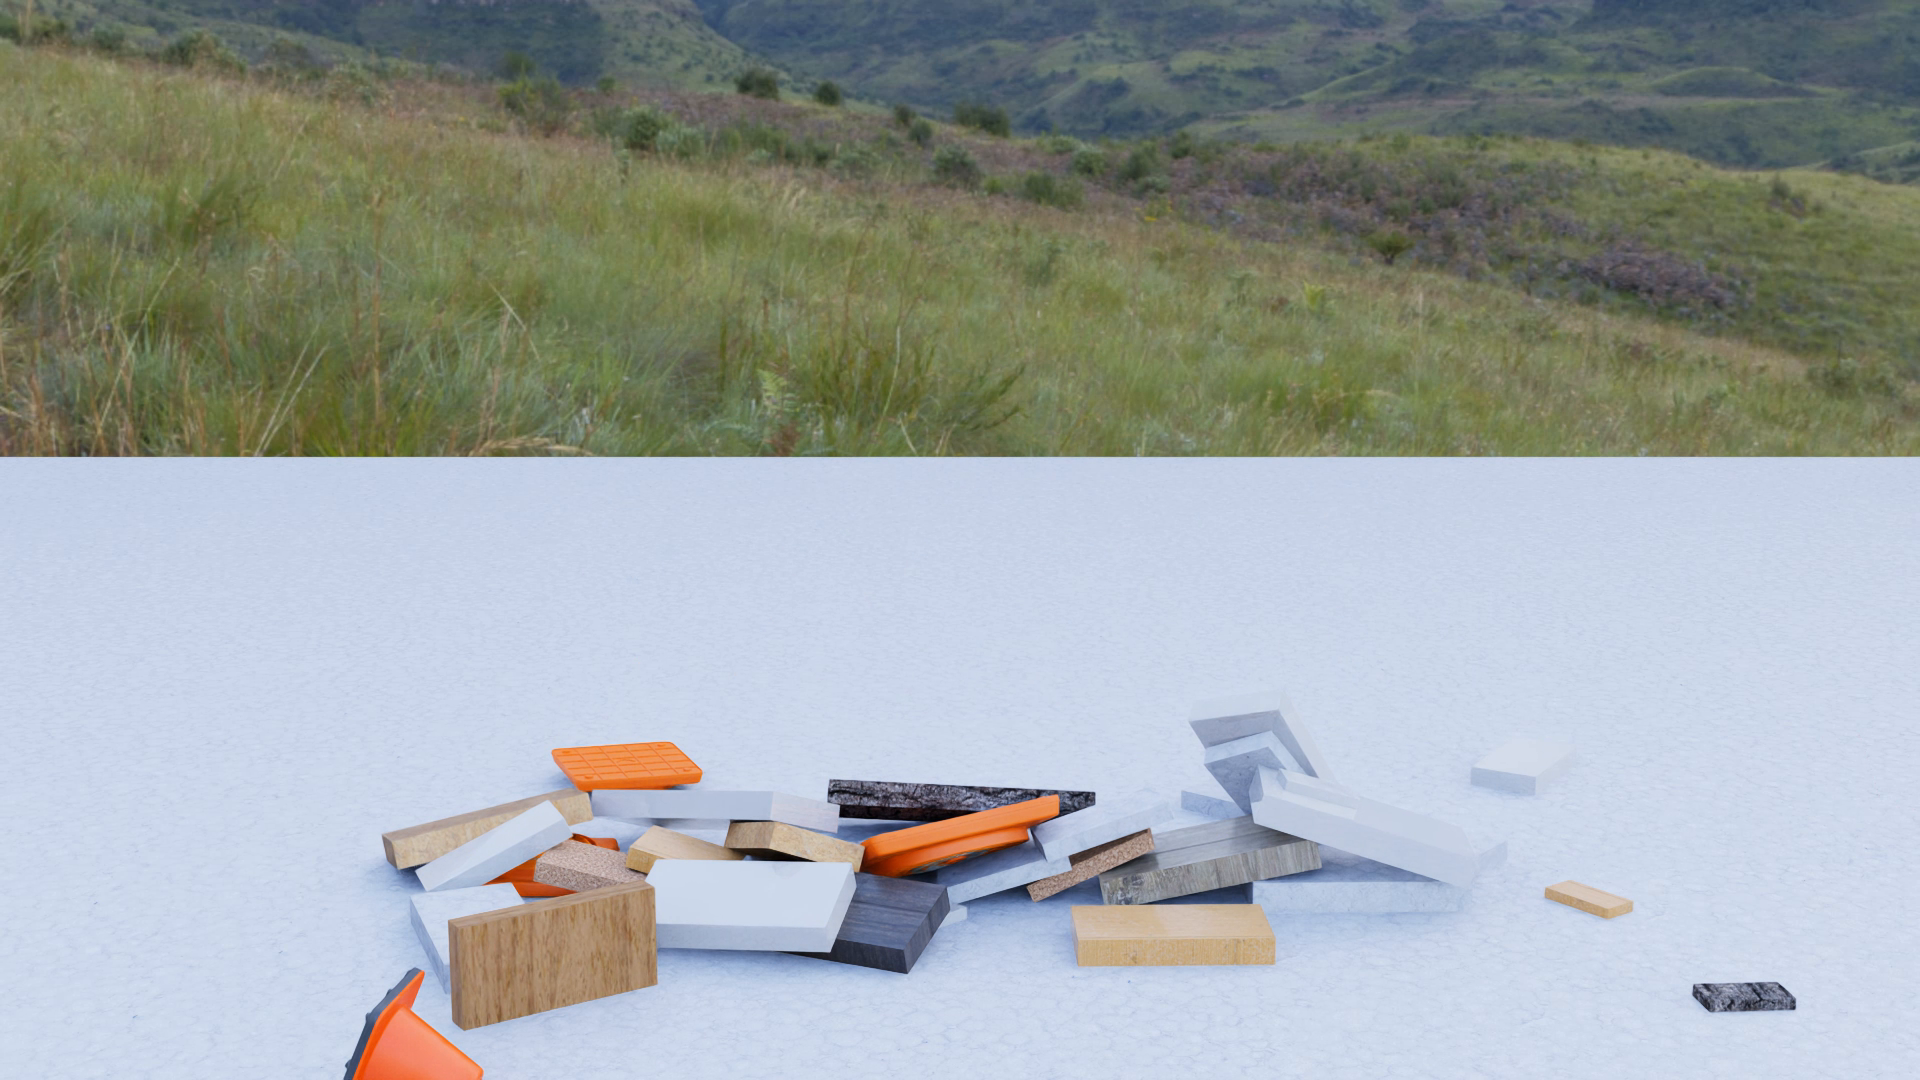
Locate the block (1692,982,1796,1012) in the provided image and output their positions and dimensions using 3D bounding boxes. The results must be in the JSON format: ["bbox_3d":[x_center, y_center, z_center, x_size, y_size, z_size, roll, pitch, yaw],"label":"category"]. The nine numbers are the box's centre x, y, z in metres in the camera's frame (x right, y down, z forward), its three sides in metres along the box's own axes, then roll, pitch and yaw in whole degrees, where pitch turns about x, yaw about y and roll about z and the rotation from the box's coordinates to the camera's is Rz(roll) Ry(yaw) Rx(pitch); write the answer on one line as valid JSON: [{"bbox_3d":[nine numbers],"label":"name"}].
[{"bbox_3d":[1.143,0.666,3.208,0.128,0.018,0.064,-1,11,-4],"label":"block"}]

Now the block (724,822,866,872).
[{"bbox_3d":[-0.277,0.506,3.623,0.152,0.043,0.304,18,-13,-17],"label":"block"}]

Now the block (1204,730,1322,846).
[{"bbox_3d":[0.542,0.437,3.781,0.129,0.257,0.036,-20,35,33],"label":"block"}]

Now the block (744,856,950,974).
[{"bbox_3d":[-0.213,0.583,3.445,0.358,0.046,0.163,5,30,24],"label":"block"}]

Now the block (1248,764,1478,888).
[{"bbox_3d":[0.660,0.470,3.621,0.358,0.051,0.179,17,11,1],"label":"block"}]

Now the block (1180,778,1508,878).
[{"bbox_3d":[0.685,0.513,3.981,0.602,0.036,0.129,9,14,40],"label":"block"}]

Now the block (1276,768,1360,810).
[{"bbox_3d":[0.591,0.411,3.630,0.128,0.018,0.064,15,11,-8],"label":"block"}]

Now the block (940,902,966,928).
[{"bbox_3d":[-0.064,0.597,3.574,0.071,0.020,0.142,-10,14,-42],"label":"block"}]

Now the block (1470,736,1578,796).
[{"bbox_3d":[1.117,0.445,4.350,0.129,0.036,0.257,7,12,32],"label":"block"}]

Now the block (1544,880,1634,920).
[{"bbox_3d":[1.034,0.591,3.616,0.064,0.018,0.128,-8,13,-35],"label":"block"}]

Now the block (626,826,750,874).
[{"bbox_3d":[-0.417,0.544,3.655,0.248,0.035,0.124,16,12,8],"label":"block"}]

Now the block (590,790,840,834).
[{"bbox_3d":[-0.430,0.470,3.817,0.435,0.048,0.168,-5,-16,38],"label":"block"}]

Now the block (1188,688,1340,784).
[{"bbox_3d":[0.544,0.395,3.806,0.168,0.337,0.048,-11,40,31],"label":"block"}]

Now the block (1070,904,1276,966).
[{"bbox_3d":[0.328,0.614,3.422,0.302,0.043,0.151,0,11,-1],"label":"block"}]

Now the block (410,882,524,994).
[{"bbox_3d":[-0.745,0.614,3.414,0.163,0.046,0.326,-4,11,-22],"label":"block"}]

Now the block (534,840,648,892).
[{"bbox_3d":[-0.564,0.555,3.630,0.248,0.035,0.124,13,12,5],"label":"block"}]

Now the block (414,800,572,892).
[{"bbox_3d":[-0.776,0.522,3.661,0.247,0.035,0.124,-28,18,-17],"label":"block"}]

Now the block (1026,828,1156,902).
[{"bbox_3d":[0.215,0.528,3.666,0.220,0.031,0.110,-25,10,5],"label":"block"}]

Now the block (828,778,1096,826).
[{"bbox_3d":[-0.001,0.463,3.848,0.460,0.043,0.151,3,-16,-4],"label":"block"}]

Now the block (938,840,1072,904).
[{"bbox_3d":[0.072,0.547,3.648,0.220,0.031,0.110,-17,10,2],"label":"block"}]

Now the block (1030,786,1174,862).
[{"bbox_3d":[0.233,0.468,3.631,0.220,0.031,0.110,-18,10,-7],"label":"block"}]

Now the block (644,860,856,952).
[{"bbox_3d":[-0.340,0.566,3.413,0.326,0.046,0.163,-1,28,14],"label":"block"}]

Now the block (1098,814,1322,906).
[{"bbox_3d":[0.408,0.527,3.663,0.358,0.051,0.179,-12,11,3],"label":"block"}]

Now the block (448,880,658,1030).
[{"bbox_3d":[-0.588,0.600,3.196,0.304,0.152,0.043,-7,13,-34],"label":"block"}]

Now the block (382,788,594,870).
[{"bbox_3d":[-0.820,0.498,3.814,0.337,0.048,0.168,-13,2,-21],"label":"block"}]

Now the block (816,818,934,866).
[{"bbox_3d":[-0.206,0.529,3.878,0.304,0.043,0.152,-2,11,-8],"label":"block"}]

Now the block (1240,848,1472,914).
[{"bbox_3d":[0.652,0.565,3.665,0.358,0.051,0.179,0,11,-2],"label":"block"}]
